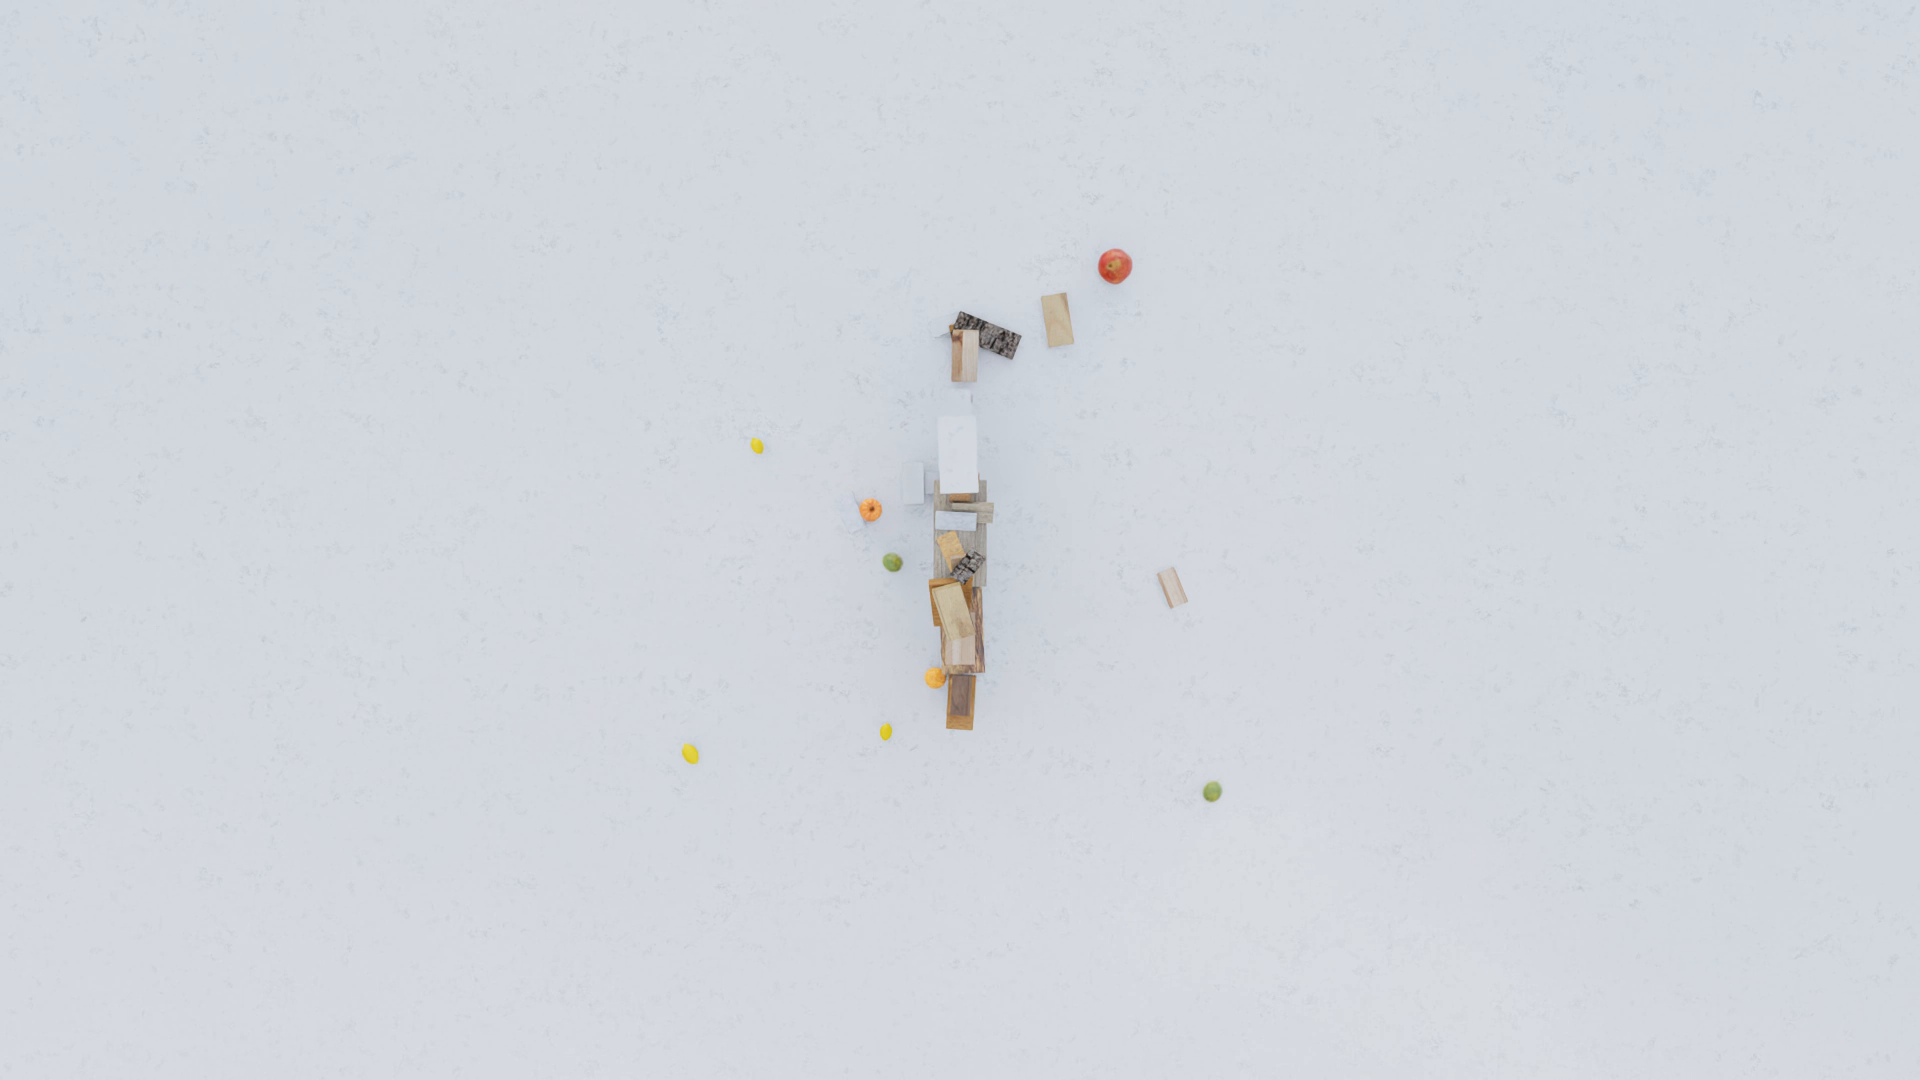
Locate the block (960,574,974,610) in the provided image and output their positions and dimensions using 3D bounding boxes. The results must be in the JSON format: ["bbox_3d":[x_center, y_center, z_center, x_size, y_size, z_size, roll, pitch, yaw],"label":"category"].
[{"bbox_3d":[0.008,0.164,5.123,0.054,0.015,0.177,0,131,-5],"label":"block"}]

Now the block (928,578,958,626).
[{"bbox_3d":[-0.044,0.193,5.120,0.090,0.025,0.179,-4,131,3],"label":"block"}]

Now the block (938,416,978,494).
[{"bbox_3d":[-0.005,-0.251,4.880,0.113,0.032,0.226,-2,90,0],"label":"block"}]

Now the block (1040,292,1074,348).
[{"bbox_3d":[0.324,-0.731,5.488,0.086,0.024,0.171,-9,90,0],"label":"block"}]

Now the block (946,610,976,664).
[{"bbox_3d":[0.002,0.303,5.144,0.090,0.025,0.179,0,112,0],"label":"block"}]

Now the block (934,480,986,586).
[{"bbox_3d":[0.001,-0.021,5.145,0.166,0.047,0.331,0,90,0],"label":"block"}]

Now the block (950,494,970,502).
[{"bbox_3d":[0.000,-0.140,5.058,0.064,0.128,0.018,2,75,0],"label":"block"}]

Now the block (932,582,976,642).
[{"bbox_3d":[-0.018,0.221,5.078,0.090,0.025,0.179,-15,115,6],"label":"block"}]

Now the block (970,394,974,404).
[{"bbox_3d":[0.004,-0.462,5.424,0.076,0.153,0.022,0,90,0],"label":"block"}]

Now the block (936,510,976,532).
[{"bbox_3d":[-0.012,-0.059,5.091,0.126,0.063,0.018,3,47,0],"label":"block"}]

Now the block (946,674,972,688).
[{"bbox_3d":[0.000,0.460,5.412,0.088,0.176,0.025,-6,90,0],"label":"block"}]

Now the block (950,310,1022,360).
[{"bbox_3d":[0.087,-0.679,5.468,0.220,0.024,0.086,21,96,-8],"label":"block"}]

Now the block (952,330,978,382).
[{"bbox_3d":[0.017,-0.609,5.458,0.085,0.024,0.171,1,111,-1],"label":"block"}]

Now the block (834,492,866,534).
[{"bbox_3d":[-0.365,-0.092,5.491,0.064,0.018,0.128,-22,90,0],"label":"block"}]

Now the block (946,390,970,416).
[{"bbox_3d":[-0.003,-0.410,5.334,0.077,0.022,0.153,-1,92,0],"label":"block"}]

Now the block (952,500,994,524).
[{"bbox_3d":[0.040,-0.087,5.099,0.128,0.018,0.064,3,119,0],"label":"block"}]

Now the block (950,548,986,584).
[{"bbox_3d":[0.025,0.080,5.042,0.054,0.015,0.109,35,107,-18],"label":"block"}]

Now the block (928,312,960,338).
[{"bbox_3d":[-0.046,-0.717,5.492,0.110,0.016,0.055,-21,90,0],"label":"block"}]

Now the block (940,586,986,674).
[{"bbox_3d":[0.006,0.285,5.209,0.136,0.039,0.272,-2,90,0],"label":"block"}]

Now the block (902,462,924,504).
[{"bbox_3d":[-0.155,-0.189,5.471,0.069,0.020,0.138,-1,90,0],"label":"block"}]

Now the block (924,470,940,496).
[{"bbox_3d":[-0.113,-0.186,5.490,0.138,0.020,0.069,-13,90,0],"label":"block"}]

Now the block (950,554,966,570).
[{"bbox_3d":[0.002,0.090,5.079,0.054,0.015,0.109,-7,132,-1],"label":"block"}]

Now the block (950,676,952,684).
[{"bbox_3d":[0.002,0.445,5.237,0.063,0.125,0.018,2,90,0],"label":"block"}]

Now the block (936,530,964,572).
[{"bbox_3d":[-0.020,0.040,5.113,0.063,0.018,0.126,-24,90,0],"label":"block"}]

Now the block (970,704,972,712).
[{"bbox_3d":[0.004,0.533,5.237,0.063,0.125,0.018,1,90,0],"label":"block"}]

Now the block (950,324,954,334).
[{"bbox_3d":[0.001,-0.666,5.483,0.055,0.016,0.110,-12,99,-1],"label":"block"}]

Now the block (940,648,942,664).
[{"bbox_3d":[0.005,0.376,5.364,0.136,0.272,0.039,0,90,0],"label":"block"}]

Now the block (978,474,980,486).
[{"bbox_3d":[0.002,-0.183,5.009,0.113,0.226,0.032,0,90,0],"label":"block"}]

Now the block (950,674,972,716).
[{"bbox_3d":[0.004,0.487,5.166,0.063,0.018,0.125,3,90,0],"label":"block"}]

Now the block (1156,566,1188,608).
[{"bbox_3d":[0.706,0.159,5.491,0.063,0.018,0.126,-22,90,0],"label":"block"}]

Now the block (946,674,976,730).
[{"bbox_3d":[0.003,0.522,5.312,0.088,0.025,0.176,3,90,0],"label":"block"}]
